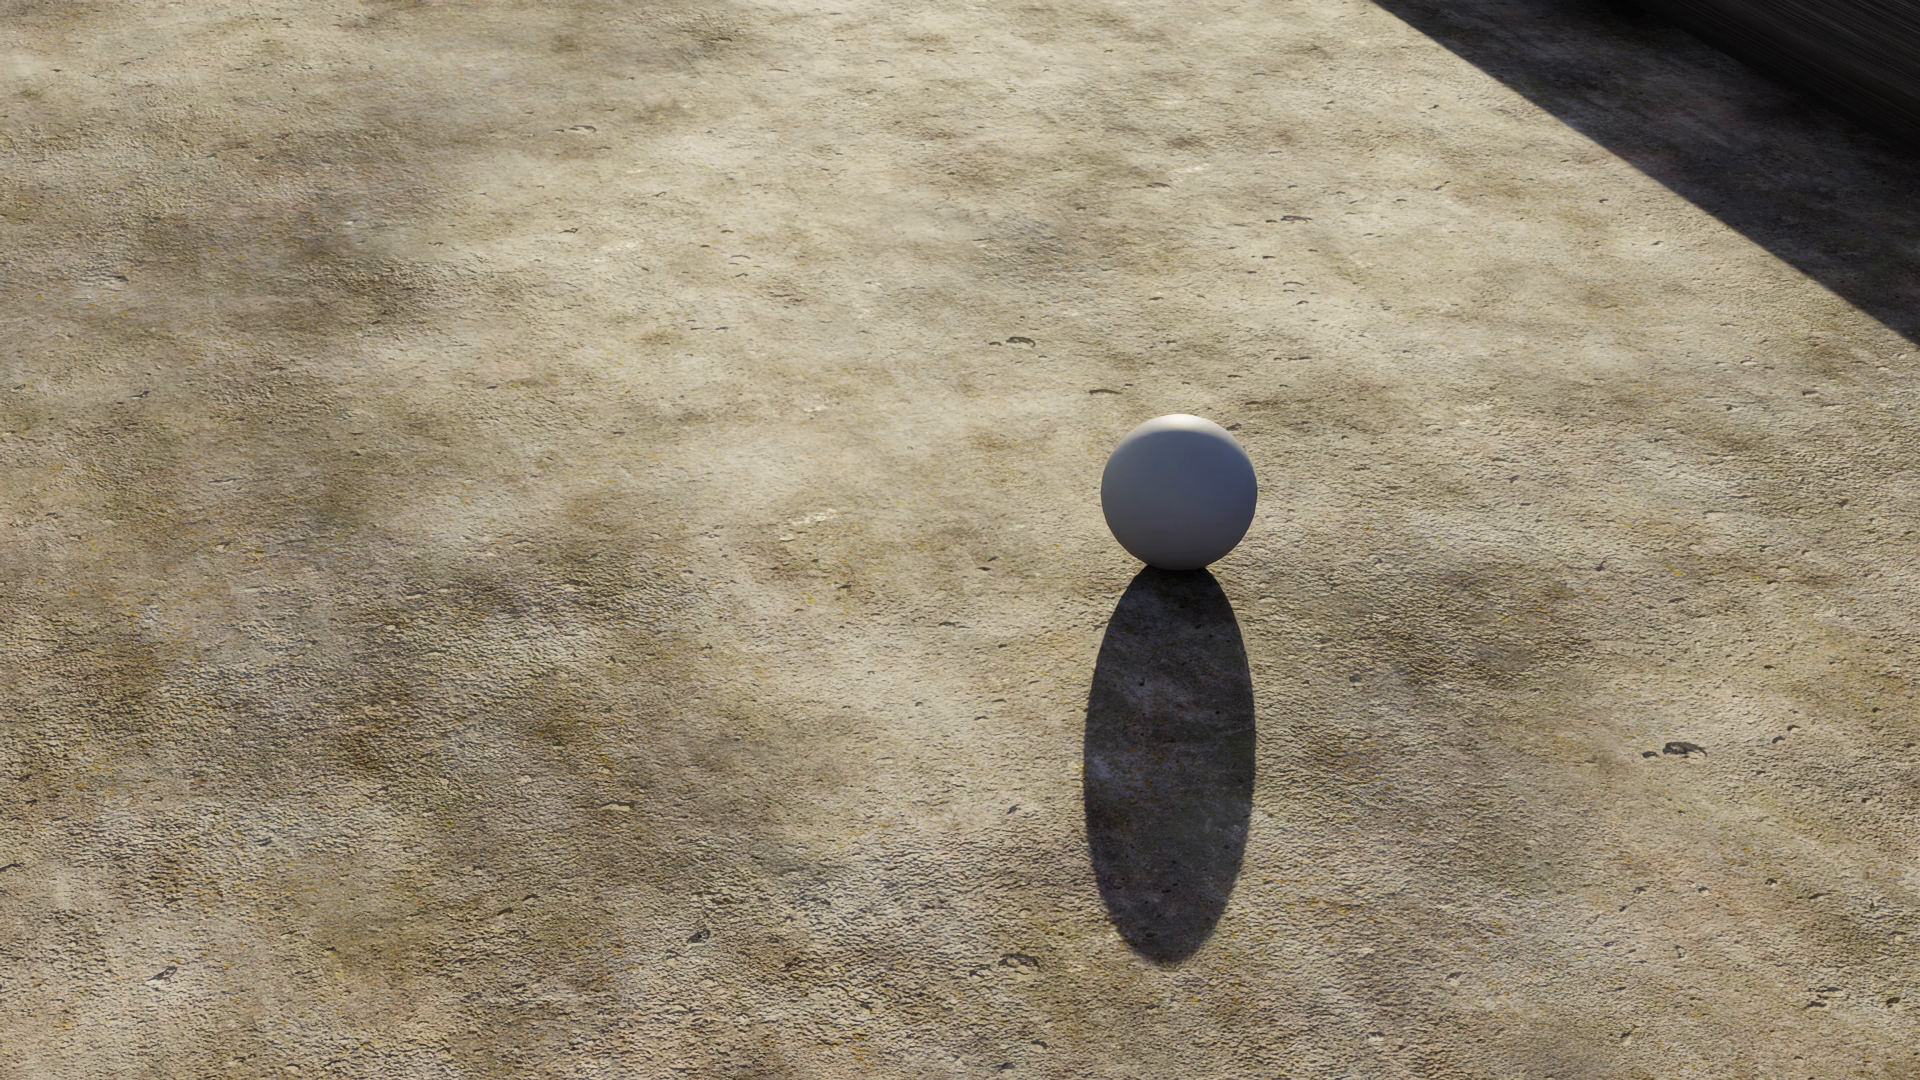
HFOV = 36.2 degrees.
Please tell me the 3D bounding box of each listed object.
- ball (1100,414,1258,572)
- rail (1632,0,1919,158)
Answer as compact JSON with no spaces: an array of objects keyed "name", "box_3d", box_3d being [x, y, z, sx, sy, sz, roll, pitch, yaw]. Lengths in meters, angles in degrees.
[{"name":"ball","box_3d":[0.139,-0.030,1.870,0.100,0.100,0.100,0,28,0]},{"name":"rail","box_3d":[0.630,-0.608,2.916,0.045,0.130,3.752,-10,30,-18]}]
